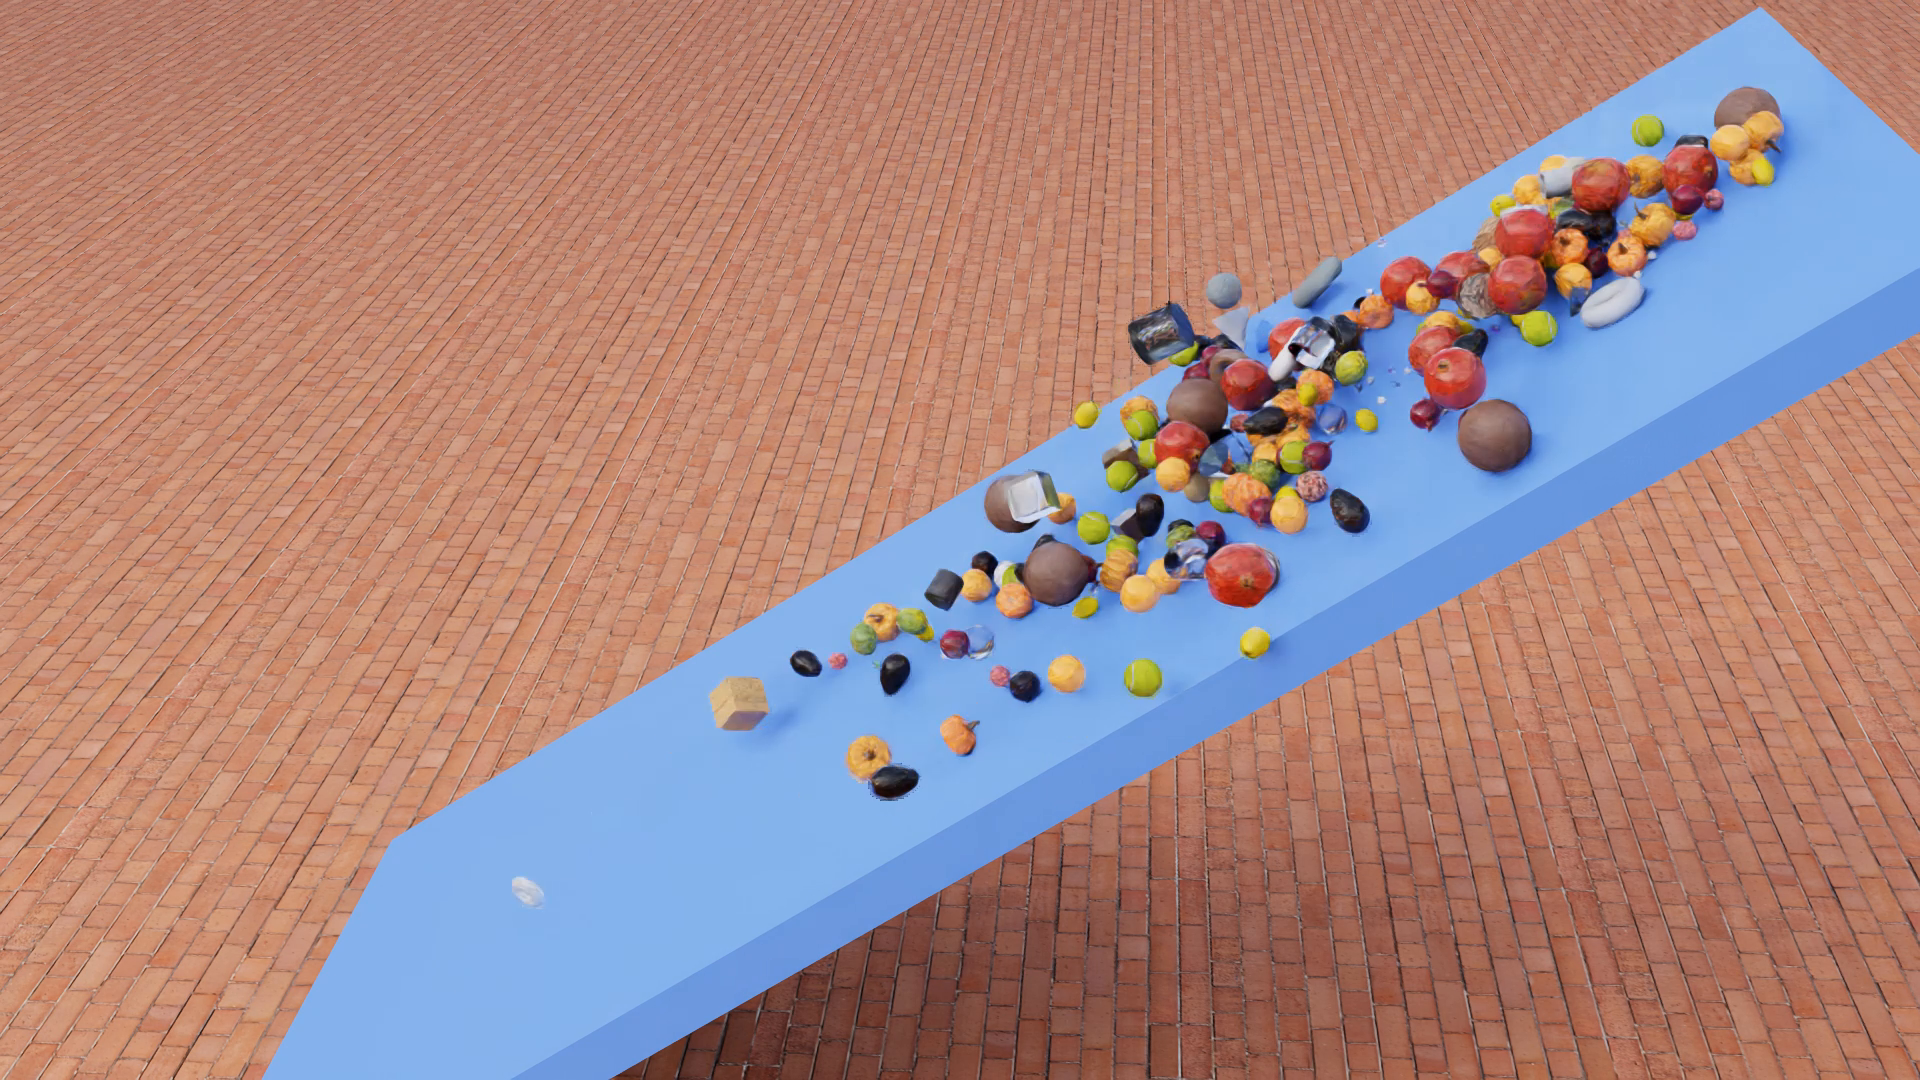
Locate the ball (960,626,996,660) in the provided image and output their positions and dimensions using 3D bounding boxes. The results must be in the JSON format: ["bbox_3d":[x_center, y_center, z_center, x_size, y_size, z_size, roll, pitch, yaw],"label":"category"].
[{"bbox_3d":[0.036,0.212,6.061,0.072,0.072,0.072,0,21,0],"label":"ball"}]

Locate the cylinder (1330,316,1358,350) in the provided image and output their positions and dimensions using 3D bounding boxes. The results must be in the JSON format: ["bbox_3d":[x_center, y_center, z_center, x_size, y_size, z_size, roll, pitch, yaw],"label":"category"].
[{"bbox_3d":[0.790,-0.431,6.112,0.059,0.059,0.059,17,8,-3],"label":"cylinder"}]

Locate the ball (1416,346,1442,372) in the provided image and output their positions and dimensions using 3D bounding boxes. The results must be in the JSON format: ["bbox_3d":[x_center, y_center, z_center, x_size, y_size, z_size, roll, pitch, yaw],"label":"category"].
[{"bbox_3d":[0.942,-0.363,5.920,0.052,0.052,0.052,0,21,0],"label":"ball"}]

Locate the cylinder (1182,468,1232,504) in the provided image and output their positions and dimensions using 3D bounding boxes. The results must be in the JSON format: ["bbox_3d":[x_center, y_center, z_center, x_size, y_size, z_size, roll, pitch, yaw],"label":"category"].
[{"bbox_3d":[0.508,-0.118,6.059,0.072,0.072,0.072,-19,2,45],"label":"cylinder"}]

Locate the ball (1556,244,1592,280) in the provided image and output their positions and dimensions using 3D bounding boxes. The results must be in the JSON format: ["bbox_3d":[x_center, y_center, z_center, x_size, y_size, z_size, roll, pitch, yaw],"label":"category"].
[{"bbox_3d":[1.225,-0.556,5.868,0.071,0.071,0.071,0,21,0],"label":"ball"}]

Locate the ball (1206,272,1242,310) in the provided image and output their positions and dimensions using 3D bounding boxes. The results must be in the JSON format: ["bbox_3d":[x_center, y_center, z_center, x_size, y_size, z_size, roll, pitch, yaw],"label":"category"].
[{"bbox_3d":[0.590,-0.556,6.561,0.082,0.082,0.082,0,21,0],"label":"ball"}]

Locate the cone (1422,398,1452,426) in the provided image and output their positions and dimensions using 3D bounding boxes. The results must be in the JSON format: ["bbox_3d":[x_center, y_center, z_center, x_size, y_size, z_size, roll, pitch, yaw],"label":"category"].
[{"bbox_3d":[0.923,-0.250,5.667,0.057,0.057,0.057,-9,20,7],"label":"cone"}]

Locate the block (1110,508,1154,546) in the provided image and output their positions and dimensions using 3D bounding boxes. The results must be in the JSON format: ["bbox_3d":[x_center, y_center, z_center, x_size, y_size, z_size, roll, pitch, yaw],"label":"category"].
[{"bbox_3d":[0.357,-0.026,6.134,0.055,0.055,0.055,-38,15,-12],"label":"block"}]

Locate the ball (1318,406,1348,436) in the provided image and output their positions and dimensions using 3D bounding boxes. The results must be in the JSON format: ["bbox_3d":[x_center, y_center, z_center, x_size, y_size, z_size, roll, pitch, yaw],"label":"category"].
[{"bbox_3d":[0.753,-0.242,5.937,0.060,0.060,0.060,0,21,0],"label":"ball"}]

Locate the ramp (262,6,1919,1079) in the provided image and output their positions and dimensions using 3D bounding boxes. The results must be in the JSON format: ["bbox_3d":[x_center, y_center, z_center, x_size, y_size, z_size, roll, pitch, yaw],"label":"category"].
[{"bbox_3d":[0.139,0.171,6.298,4.000,0.100,2.000,-31,16,14],"label":"ramp"}]

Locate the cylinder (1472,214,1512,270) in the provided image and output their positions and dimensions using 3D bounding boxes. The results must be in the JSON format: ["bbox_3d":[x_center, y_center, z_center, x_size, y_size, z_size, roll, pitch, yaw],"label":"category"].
[{"bbox_3d":[1.140,-0.633,6.246,0.089,0.089,0.089,7,40,17],"label":"cylinder"}]

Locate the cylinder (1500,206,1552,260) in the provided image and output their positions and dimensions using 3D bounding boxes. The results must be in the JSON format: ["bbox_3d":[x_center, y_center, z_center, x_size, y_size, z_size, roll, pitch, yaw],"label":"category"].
[{"bbox_3d":[1.133,-0.617,5.898,0.097,0.097,0.097,-4,0,0],"label":"cylinder"}]

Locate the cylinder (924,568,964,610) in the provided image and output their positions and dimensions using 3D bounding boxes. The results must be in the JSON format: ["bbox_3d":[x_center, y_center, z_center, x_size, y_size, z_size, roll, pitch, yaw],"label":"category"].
[{"bbox_3d":[-0.032,0.104,6.163,0.063,0.063,0.063,16,64,36],"label":"cylinder"}]

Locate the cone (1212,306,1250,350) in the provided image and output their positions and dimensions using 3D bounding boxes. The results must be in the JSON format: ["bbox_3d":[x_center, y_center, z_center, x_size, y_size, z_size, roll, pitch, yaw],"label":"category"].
[{"bbox_3d":[0.633,-0.472,6.714,0.093,0.093,0.093,-19,-6,-2],"label":"cone"}]

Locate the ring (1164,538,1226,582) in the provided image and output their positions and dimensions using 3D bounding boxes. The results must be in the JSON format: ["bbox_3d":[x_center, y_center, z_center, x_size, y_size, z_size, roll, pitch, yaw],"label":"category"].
[{"bbox_3d":[0.448,0.038,5.612,0.123,0.123,0.041,-4,59,-10],"label":"ring"}]

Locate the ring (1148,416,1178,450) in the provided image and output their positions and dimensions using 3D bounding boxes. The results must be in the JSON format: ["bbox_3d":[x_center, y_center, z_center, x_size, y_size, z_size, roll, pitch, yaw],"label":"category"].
[{"bbox_3d":[0.448,-0.236,6.491,0.029,0.086,0.086,40,15,-14],"label":"ring"}]

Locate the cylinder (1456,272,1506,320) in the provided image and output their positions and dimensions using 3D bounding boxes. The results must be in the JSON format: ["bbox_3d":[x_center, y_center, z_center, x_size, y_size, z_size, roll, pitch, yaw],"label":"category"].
[{"bbox_3d":[1.033,-0.483,5.832,0.090,0.090,0.090,2,2,4],"label":"cylinder"}]

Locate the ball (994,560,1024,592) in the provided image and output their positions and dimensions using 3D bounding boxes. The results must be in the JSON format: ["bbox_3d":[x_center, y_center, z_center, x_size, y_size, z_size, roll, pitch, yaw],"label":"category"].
[{"bbox_3d":[0.105,0.077,6.336,0.066,0.066,0.066,0,21,0],"label":"ball"}]

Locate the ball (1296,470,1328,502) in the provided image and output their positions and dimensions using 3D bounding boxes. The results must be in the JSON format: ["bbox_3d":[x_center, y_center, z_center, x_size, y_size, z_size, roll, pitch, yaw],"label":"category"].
[{"bbox_3d":[0.678,-0.103,5.671,0.061,0.061,0.061,0,21,0],"label":"ball"}]

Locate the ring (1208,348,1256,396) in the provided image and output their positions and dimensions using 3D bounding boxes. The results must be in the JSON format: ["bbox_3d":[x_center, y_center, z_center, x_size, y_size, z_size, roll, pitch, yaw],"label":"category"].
[{"bbox_3d":[0.606,-0.372,6.546,0.113,0.113,0.038,12,27,29],"label":"ring"}]

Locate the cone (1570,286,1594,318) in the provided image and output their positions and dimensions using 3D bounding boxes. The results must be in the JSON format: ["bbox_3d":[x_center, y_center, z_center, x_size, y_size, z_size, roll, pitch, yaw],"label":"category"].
[{"bbox_3d":[1.194,-0.451,5.691,0.057,0.057,0.057,16,39,-14],"label":"cone"}]

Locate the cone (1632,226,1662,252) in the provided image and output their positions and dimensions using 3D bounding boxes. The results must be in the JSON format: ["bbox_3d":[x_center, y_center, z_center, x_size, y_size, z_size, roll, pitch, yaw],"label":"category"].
[{"bbox_3d":[1.356,-0.583,5.765,0.053,0.053,0.053,-19,33,-41],"label":"cone"}]

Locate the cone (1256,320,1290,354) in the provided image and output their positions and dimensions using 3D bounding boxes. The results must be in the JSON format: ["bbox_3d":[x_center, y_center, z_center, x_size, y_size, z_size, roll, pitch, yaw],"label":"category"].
[{"bbox_3d":[0.726,-0.461,6.713,0.078,0.078,0.078,7,21,28],"label":"cone"}]

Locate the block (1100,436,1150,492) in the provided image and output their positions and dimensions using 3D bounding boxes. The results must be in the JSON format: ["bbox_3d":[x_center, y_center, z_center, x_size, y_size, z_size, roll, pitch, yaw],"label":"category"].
[{"bbox_3d":[0.366,-0.168,6.506,0.076,0.076,0.076,-32,15,10],"label":"block"}]

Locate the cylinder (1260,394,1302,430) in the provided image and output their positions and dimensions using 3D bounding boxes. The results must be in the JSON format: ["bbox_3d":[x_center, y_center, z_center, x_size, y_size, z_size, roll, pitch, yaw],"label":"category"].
[{"bbox_3d":[0.675,-0.269,6.180,0.062,0.062,0.062,-16,1,-36],"label":"cylinder"}]

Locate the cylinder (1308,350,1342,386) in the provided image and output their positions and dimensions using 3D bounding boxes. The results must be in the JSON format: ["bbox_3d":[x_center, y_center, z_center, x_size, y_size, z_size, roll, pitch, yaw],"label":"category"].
[{"bbox_3d":[0.754,-0.357,6.086,0.057,0.057,0.057,9,55,23],"label":"cylinder"}]

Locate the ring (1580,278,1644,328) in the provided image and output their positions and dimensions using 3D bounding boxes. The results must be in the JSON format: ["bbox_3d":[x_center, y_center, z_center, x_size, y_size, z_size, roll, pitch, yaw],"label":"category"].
[{"bbox_3d":[1.236,-0.449,5.569,0.132,0.044,0.132,-34,15,11],"label":"ring"}]

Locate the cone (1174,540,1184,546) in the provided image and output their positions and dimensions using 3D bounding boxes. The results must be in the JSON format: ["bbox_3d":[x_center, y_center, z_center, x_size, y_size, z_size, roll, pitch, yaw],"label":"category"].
[{"bbox_3d":[0.462,0.018,5.724,0.068,0.068,0.068,-24,24,-5],"label":"cone"}]

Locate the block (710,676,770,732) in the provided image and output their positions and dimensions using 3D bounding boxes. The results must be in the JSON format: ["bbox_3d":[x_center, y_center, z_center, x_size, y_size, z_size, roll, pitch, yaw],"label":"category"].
[{"bbox_3d":[-0.487,0.362,6.495,0.087,0.087,0.087,6,54,-36],"label":"block"}]

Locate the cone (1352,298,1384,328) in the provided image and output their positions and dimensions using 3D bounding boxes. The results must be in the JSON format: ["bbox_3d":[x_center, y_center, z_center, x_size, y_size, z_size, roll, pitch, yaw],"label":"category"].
[{"bbox_3d":[0.909,-0.502,6.453,0.068,0.068,0.068,-13,24,-40],"label":"cone"}]

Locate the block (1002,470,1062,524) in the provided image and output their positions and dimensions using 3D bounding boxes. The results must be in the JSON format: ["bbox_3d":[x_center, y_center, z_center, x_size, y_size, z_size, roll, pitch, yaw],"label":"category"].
[{"bbox_3d":[0.151,-0.091,6.214,0.082,0.082,0.082,-22,-12,20],"label":"block"}]

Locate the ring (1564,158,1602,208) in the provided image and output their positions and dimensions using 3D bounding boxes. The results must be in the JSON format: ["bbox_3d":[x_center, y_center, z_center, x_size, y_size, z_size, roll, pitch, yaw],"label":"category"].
[{"bbox_3d":[1.308,-0.754,6.201,0.112,0.112,0.037,-15,-3,-34],"label":"ring"}]

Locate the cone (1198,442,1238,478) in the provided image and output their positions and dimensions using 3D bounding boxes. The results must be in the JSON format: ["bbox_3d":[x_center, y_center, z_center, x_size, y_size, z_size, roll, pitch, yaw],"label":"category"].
[{"bbox_3d":[0.535,-0.143,5.906,0.080,0.080,0.080,34,1,-32],"label":"cone"}]

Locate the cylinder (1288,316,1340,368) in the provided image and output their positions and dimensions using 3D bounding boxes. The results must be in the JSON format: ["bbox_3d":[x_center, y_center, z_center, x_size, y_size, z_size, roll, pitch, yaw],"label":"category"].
[{"bbox_3d":[0.719,-0.402,5.966,0.076,0.076,0.076,19,64,42],"label":"cylinder"}]

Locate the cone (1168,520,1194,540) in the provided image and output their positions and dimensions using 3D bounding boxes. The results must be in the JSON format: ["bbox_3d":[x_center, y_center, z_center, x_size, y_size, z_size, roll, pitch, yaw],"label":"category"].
[{"bbox_3d":[0.447,-0.003,5.933,0.054,0.054,0.054,0,51,-1],"label":"cone"}]

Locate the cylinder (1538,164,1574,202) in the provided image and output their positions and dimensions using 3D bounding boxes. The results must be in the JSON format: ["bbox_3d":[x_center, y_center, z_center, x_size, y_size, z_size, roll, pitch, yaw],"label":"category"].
[{"bbox_3d":[1.231,-0.737,6.076,0.057,0.057,0.057,-26,12,21],"label":"cylinder"}]

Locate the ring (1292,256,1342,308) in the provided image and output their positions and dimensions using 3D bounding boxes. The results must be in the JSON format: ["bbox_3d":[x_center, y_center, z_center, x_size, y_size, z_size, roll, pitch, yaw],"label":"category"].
[{"bbox_3d":[0.825,-0.594,6.794,0.049,0.147,0.147,44,28,1],"label":"ring"}]

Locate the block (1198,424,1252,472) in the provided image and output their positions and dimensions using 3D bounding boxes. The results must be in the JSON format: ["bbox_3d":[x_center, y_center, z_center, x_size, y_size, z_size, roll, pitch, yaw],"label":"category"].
[{"bbox_3d":[0.552,-0.180,6.143,0.078,0.078,0.078,-32,15,10],"label":"block"}]

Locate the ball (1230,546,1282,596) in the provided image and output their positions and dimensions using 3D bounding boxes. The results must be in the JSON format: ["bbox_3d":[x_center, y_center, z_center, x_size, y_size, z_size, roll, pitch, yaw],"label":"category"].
[{"bbox_3d":[0.544,0.057,5.411,0.092,0.092,0.092,0,21,0],"label":"ball"}]

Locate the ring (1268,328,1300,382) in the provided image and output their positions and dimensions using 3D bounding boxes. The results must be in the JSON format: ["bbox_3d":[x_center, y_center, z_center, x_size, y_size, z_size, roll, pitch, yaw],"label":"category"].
[{"bbox_3d":[0.689,-0.385,6.108,0.045,0.134,0.134,36,26,2],"label":"ring"}]

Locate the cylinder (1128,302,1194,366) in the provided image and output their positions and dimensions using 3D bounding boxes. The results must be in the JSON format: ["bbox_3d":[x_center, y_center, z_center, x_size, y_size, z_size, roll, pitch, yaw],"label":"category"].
[{"bbox_3d":[0.395,-0.403,5.755,0.094,0.094,0.094,-23,10,25],"label":"cylinder"}]
